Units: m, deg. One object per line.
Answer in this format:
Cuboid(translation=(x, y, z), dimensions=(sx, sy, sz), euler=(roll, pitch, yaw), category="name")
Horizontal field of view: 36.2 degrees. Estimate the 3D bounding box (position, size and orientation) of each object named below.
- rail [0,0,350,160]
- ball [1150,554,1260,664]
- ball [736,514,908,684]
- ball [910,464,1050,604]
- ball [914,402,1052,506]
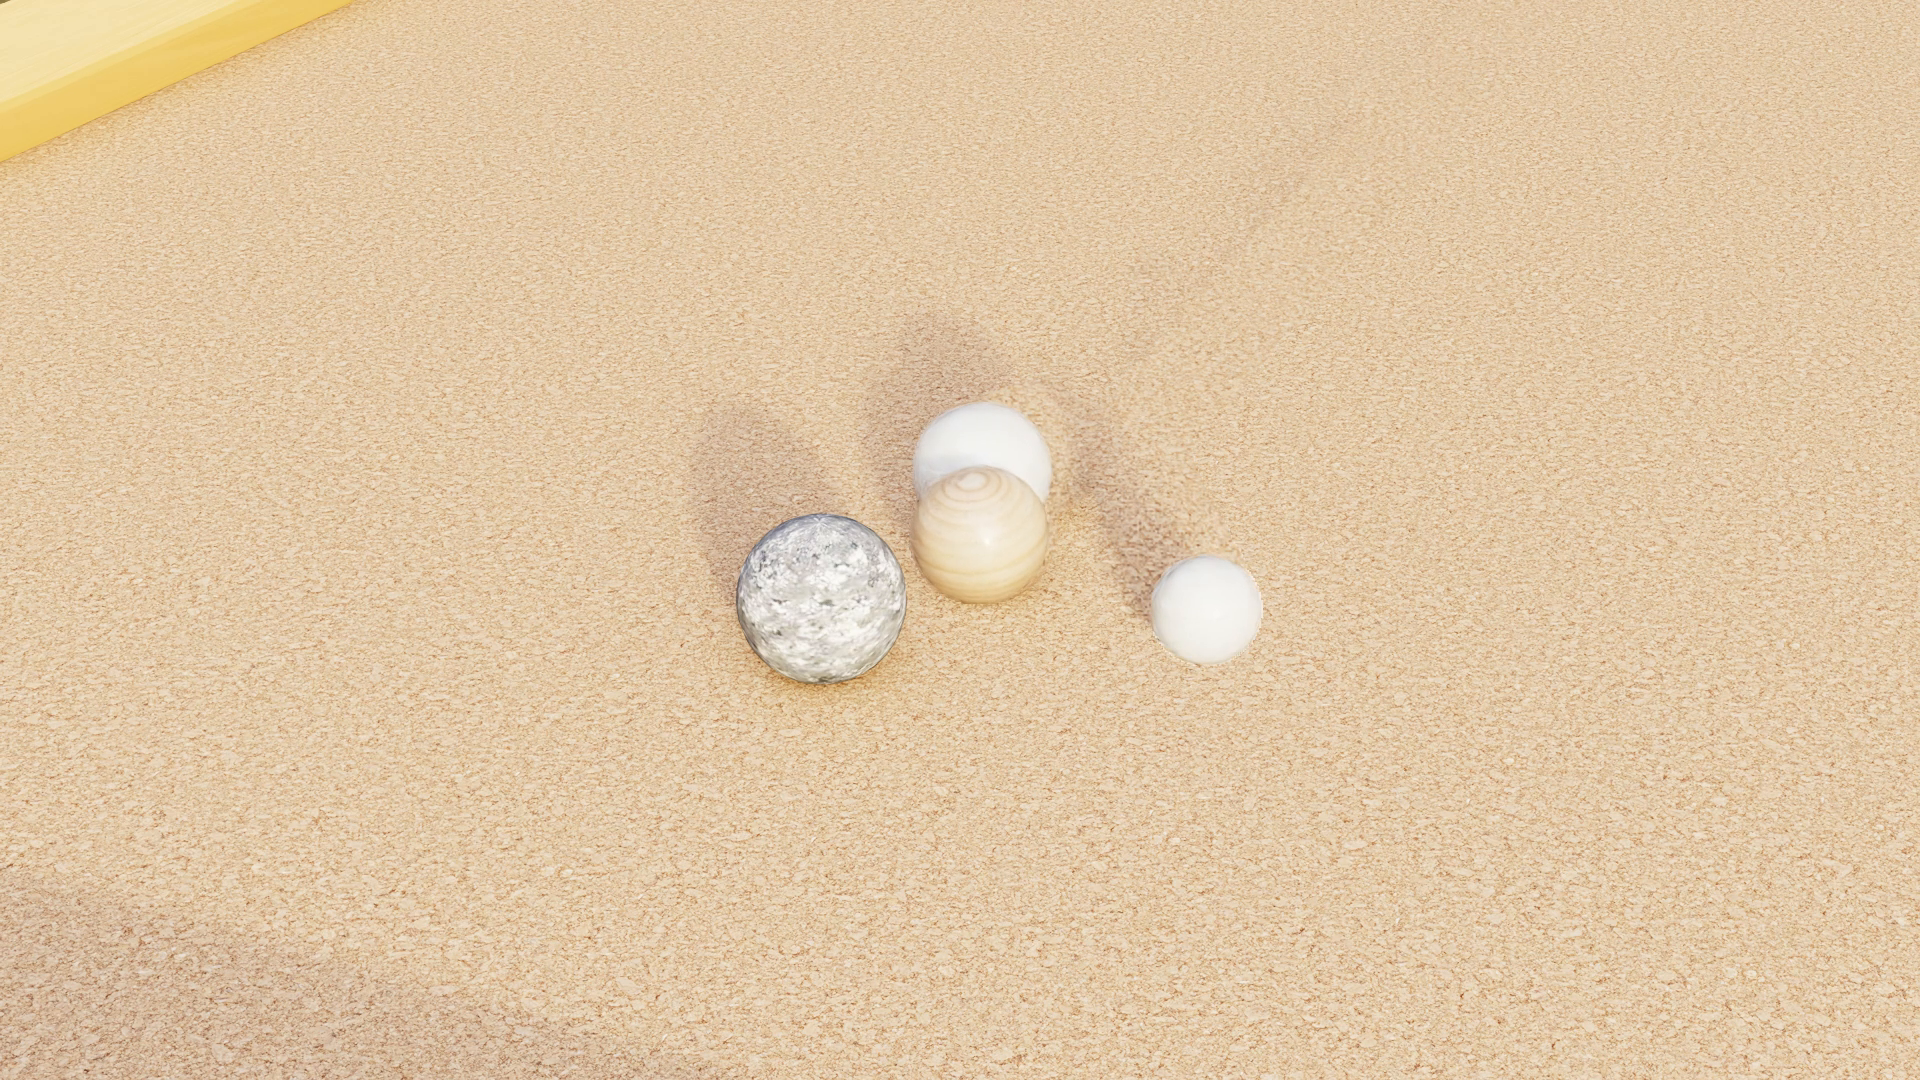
Cuboid(translation=(-0.581, -0.576, 2.836), dimensions=(0.045, 0.126, 3.540), euler=(11, 29, 21), category="rail")
Cuboid(translation=(0.141, 0.040, 1.688), dimensions=(0.063, 0.063, 0.063), euler=(0, 27, 0), category="ball")
Cuboid(translation=(-0.078, 0.033, 1.663), dimensions=(0.097, 0.097, 0.097), euler=(0, 27, 0), category="ball")
Cuboid(translation=(0.012, -0.004, 1.753), dimensions=(0.083, 0.083, 0.083), euler=(0, 27, 0), category="ball")
Cuboid(translation=(0.014, -0.043, 1.827), dimensions=(0.086, 0.086, 0.086), euler=(0, 27, 0), category="ball")
